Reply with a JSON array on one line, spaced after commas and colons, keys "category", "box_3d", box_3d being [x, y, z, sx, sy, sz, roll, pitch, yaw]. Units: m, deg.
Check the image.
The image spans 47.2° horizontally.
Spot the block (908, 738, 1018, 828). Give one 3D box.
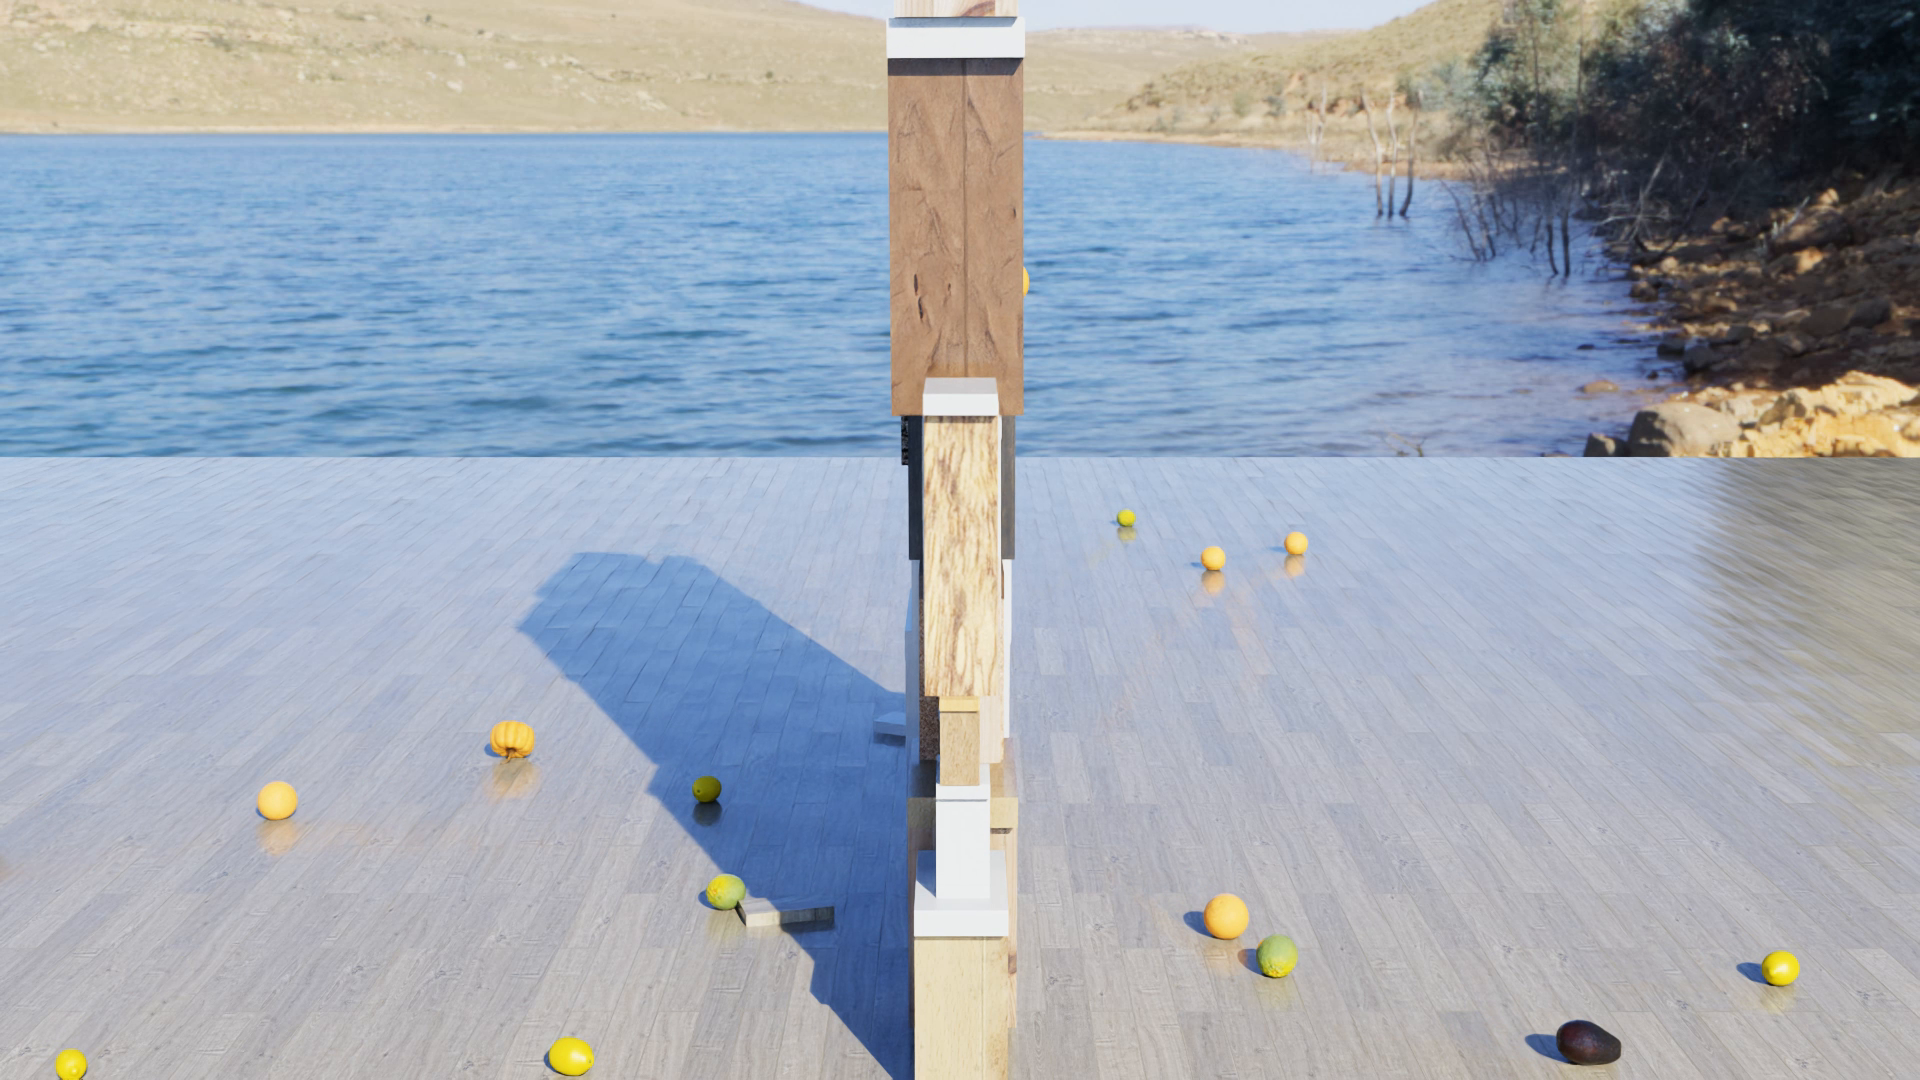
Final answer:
[{"category": "block", "box_3d": [0.004, 0.348, 3.182, 0.153, 0.043, 0.305, 0, 11, 0]}]

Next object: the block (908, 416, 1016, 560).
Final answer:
[{"category": "block", "box_3d": [0.002, -0.129, 3.241, 0.157, 0.314, 0.044, 0, 11, 0]}]

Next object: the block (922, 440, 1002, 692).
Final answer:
[{"category": "block", "box_3d": [0.003, 0.033, 3.032, 0.107, 0.355, 0.030, 0, 11, 0]}]

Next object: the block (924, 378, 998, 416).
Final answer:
[{"category": "block", "box_3d": [0.001, -0.183, 2.790, 0.091, 0.026, 0.183, 0, 11, 0]}]

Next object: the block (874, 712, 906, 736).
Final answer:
[{"category": "block", "box_3d": [-0.089, 0.394, 4.656, 0.169, 0.024, 0.085, 5, 12, 26]}]

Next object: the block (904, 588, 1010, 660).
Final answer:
[{"category": "block", "box_3d": [-0.004, 0.148, 3.943, 0.180, 0.051, 0.359, 0, 11, 0]}]

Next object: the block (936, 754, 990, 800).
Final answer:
[{"category": "block", "box_3d": [0.004, 0.309, 2.874, 0.069, 0.020, 0.138, 0, 11, 0]}]

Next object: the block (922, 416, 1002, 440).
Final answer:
[{"category": "block", "box_3d": [0.002, -0.169, 3.067, 0.107, 0.030, 0.213, 0, 11, 0]}]

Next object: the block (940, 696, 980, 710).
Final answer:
[{"category": "block", "box_3d": [0.000, 0.199, 2.819, 0.050, 0.014, 0.101, 0, 10, 0]}]

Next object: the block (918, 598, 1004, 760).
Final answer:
[{"category": "block", "box_3d": [0.002, 0.197, 3.206, 0.122, 0.245, 0.035, 0, 11, 0]}]

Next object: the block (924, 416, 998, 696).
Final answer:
[{"category": "block", "box_3d": [0.001, 0.018, 2.767, 0.091, 0.360, 0.026, 0, 10, 0]}]

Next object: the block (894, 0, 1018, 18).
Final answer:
[{"category": "block", "box_3d": [-0.006, -0.835, 2.823, 0.160, 0.319, 0.045, 0, 10, 0]}]

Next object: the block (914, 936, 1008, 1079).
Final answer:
[{"category": "block", "box_3d": [0.002, 0.617, 2.868, 0.120, 0.240, 0.034, 0, 11, 0]}]

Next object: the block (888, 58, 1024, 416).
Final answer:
[{"category": "block", "box_3d": [-0.005, -0.405, 2.961, 0.179, 0.473, 0.051, 0, 11, 0]}]

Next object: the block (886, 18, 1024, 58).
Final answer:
[{"category": "block", "box_3d": [-0.005, -0.685, 3.031, 0.179, 0.051, 0.358, 0, 10, 0]}]

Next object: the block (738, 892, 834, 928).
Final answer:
[{"category": "block", "box_3d": [-0.282, 0.599, 3.566, 0.144, 0.020, 0.072, -3, 11, -16]}]

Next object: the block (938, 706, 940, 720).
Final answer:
[{"category": "block", "box_3d": [0.003, 0.245, 2.985, 0.054, 0.015, 0.108, -1, 11, -7]}]

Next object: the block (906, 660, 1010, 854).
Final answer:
[{"category": "block", "box_3d": [-0.004, 0.371, 3.862, 0.180, 0.359, 0.051, 0, 11, 0]}]

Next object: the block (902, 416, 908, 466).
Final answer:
[{"category": "block", "box_3d": [-0.006, -0.299, 3.542, 0.177, 0.354, 0.050, 0, 11, 0]}]

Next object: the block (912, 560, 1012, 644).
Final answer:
[{"category": "block", "box_3d": [0.002, -0.081, 3.463, 0.157, 0.490, 0.044, 0, 11, 0]}]

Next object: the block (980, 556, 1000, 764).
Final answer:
[{"category": "block", "box_3d": [0.019, 0.158, 2.880, 0.065, 0.274, 0.018, -2, 10, -13]}]

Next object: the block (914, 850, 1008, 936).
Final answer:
[{"category": "block", "box_3d": [0.002, 0.467, 2.922, 0.120, 0.034, 0.240, 0, 11, 0]}]

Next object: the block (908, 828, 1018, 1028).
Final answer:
[{"category": "block", "box_3d": [0.004, 0.538, 3.114, 0.153, 0.305, 0.043, 0, 11, 0]}]

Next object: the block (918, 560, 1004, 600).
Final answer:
[{"category": "block", "box_3d": [0.002, 0.045, 3.260, 0.122, 0.035, 0.245, 0, 11, 0]}]

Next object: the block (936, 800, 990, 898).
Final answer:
[{"category": "block", "box_3d": [0.004, 0.394, 2.843, 0.069, 0.138, 0.020, 0, 11, 0]}]

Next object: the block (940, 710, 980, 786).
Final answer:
[{"category": "block", "box_3d": [0.000, 0.262, 2.797, 0.050, 0.101, 0.014, 0, 11, 0]}]

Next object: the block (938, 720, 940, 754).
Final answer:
[{"category": "block", "box_3d": [-0.002, 0.299, 3.034, 0.054, 0.108, 0.015, -1, 11, -5]}]
